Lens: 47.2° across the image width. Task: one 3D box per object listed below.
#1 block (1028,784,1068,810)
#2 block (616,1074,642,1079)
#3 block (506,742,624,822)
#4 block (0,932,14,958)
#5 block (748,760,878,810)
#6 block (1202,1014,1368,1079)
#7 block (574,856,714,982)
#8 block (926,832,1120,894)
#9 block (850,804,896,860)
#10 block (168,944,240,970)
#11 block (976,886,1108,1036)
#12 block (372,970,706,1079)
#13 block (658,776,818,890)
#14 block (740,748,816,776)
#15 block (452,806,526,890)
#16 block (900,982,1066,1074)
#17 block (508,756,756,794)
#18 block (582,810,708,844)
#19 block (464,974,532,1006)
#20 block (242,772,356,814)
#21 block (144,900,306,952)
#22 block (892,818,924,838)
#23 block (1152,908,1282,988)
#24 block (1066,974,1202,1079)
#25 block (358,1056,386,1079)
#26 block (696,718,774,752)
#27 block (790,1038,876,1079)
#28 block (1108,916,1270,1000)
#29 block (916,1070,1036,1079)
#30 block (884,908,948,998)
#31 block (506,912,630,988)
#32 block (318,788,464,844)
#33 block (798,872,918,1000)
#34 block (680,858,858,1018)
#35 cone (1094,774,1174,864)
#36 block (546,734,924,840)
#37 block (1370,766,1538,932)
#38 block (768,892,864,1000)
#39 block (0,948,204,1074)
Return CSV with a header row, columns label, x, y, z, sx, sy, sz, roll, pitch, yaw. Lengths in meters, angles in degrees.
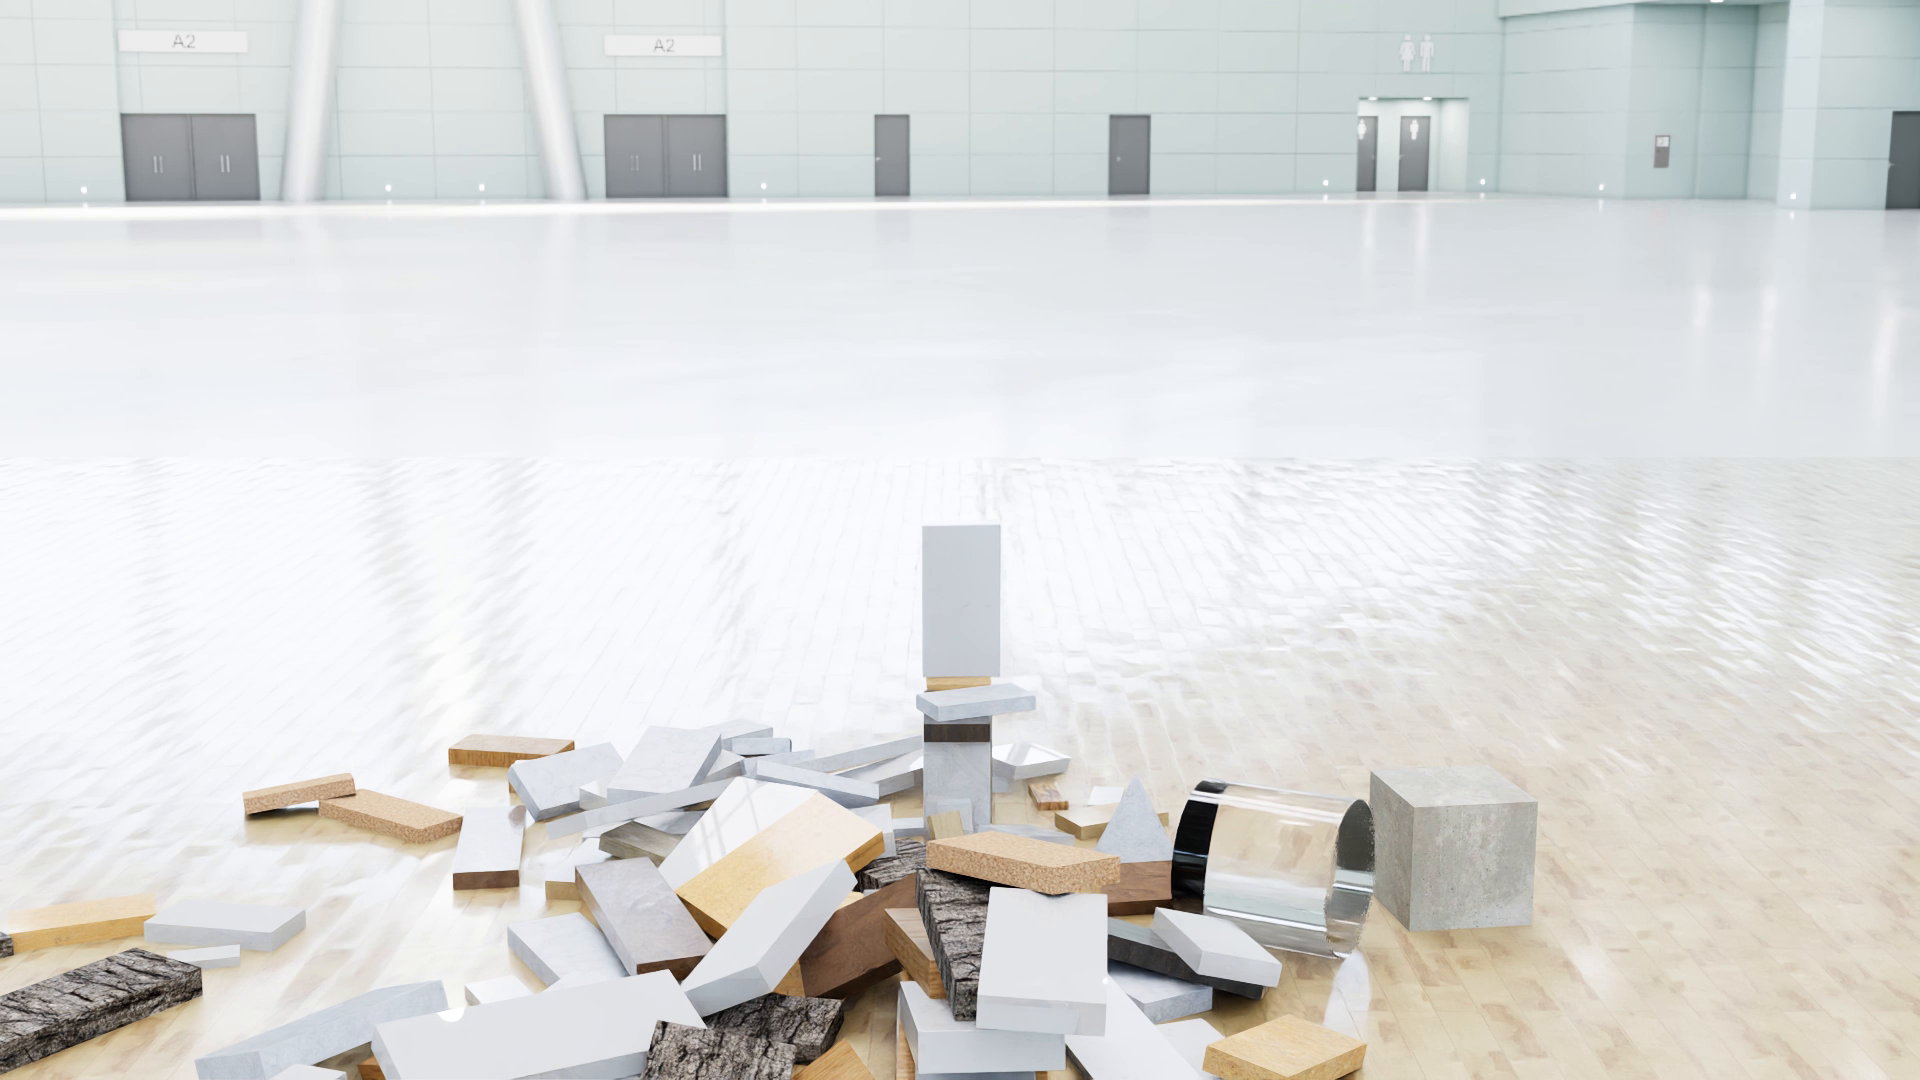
label,x,y,z,sx,sy,sz,roll,pitch,yaw
block,0.168,0.488,4.175,0.059,0.017,0.117,-1,11,-7
block,-0.430,0.728,2.853,0.094,0.027,0.187,2,11,10
block,-0.729,0.454,4.149,0.226,0.032,0.113,-10,51,-44
block,-1.565,0.634,3.353,0.100,0.028,0.201,9,14,42
block,-0.270,0.459,3.918,0.226,0.113,0.032,14,44,-17
block,0.434,0.686,2.922,0.120,0.034,0.239,15,8,34
block,-0.483,0.574,3.348,0.120,0.034,0.446,-4,12,-21
block,0.075,0.392,2.682,0.112,0.032,0.224,-2,3,-42
block,-0.184,0.502,3.742,0.141,0.040,0.282,-8,3,-3
block,-1.155,0.640,3.360,0.105,0.015,0.053,-3,11,-18
block,0.095,0.468,2.465,0.137,0.039,0.274,3,16,3
block,-0.542,0.657,2.877,0.416,0.040,0.141,-4,33,-34
block,-0.380,0.517,3.686,0.155,0.044,0.366,7,26,18
block,-0.343,0.449,4.224,0.149,0.074,0.021,-6,-18,-28
block,-0.824,0.538,3.867,0.109,0.031,0.365,-2,11,-9
block,0.021,0.562,2.558,0.161,0.046,0.322,0,-2,-5
block,-0.588,0.457,4.298,0.567,0.032,0.113,-1,11,-4
block,-0.514,0.518,3.907,0.292,0.032,0.113,-3,13,5
block,-0.656,0.670,3.179,0.075,0.021,0.150,-6,12,-30
block,-1.239,0.474,4.122,0.200,0.028,0.100,-10,4,-19
block,-1.162,0.609,3.481,0.218,0.031,0.109,2,11,11
block,-0.122,0.523,3.986,0.117,0.017,0.058,-2,11,-10
block,0.372,0.594,3.215,0.120,0.034,0.240,12,3,-12
block,0.223,0.694,2.923,0.112,0.032,0.444,-23,15,-10
block,-0.724,0.688,2.922,0.157,0.022,0.078,-13,10,42
block,-0.497,0.411,4.557,0.203,0.029,0.101,-10,15,-44
block,-0.152,0.700,2.776,0.094,0.027,0.260,-35,9,-10
block,0.311,0.613,3.255,0.297,0.034,0.120,13,3,15
block,0.023,0.722,2.285,0.137,0.039,0.642,0,22,-1
block,0.009,0.525,2.825,0.161,0.046,0.449,0,-2,-9
block,-0.553,0.645,3.281,0.118,0.034,0.419,-6,12,-29
block,-1.047,0.506,4.043,0.288,0.028,0.100,8,13,36
block,-0.117,0.564,3.128,0.240,0.034,0.120,-27,45,13
block,-0.275,0.568,3.140,0.155,0.044,0.310,-25,10,27
cone,0.306,0.480,3.831,0.156,0.156,0.156,0,11,0
block,-0.336,0.439,4.086,0.101,0.029,1.054,-20,-8,37
block,0.800,0.500,3.591,0.206,0.206,0.206,-2,11,-9
block,-0.193,0.609,3.254,0.118,0.034,0.237,5,32,25
block,-1.282,0.671,3.114,0.151,0.043,0.387,7,12,32
